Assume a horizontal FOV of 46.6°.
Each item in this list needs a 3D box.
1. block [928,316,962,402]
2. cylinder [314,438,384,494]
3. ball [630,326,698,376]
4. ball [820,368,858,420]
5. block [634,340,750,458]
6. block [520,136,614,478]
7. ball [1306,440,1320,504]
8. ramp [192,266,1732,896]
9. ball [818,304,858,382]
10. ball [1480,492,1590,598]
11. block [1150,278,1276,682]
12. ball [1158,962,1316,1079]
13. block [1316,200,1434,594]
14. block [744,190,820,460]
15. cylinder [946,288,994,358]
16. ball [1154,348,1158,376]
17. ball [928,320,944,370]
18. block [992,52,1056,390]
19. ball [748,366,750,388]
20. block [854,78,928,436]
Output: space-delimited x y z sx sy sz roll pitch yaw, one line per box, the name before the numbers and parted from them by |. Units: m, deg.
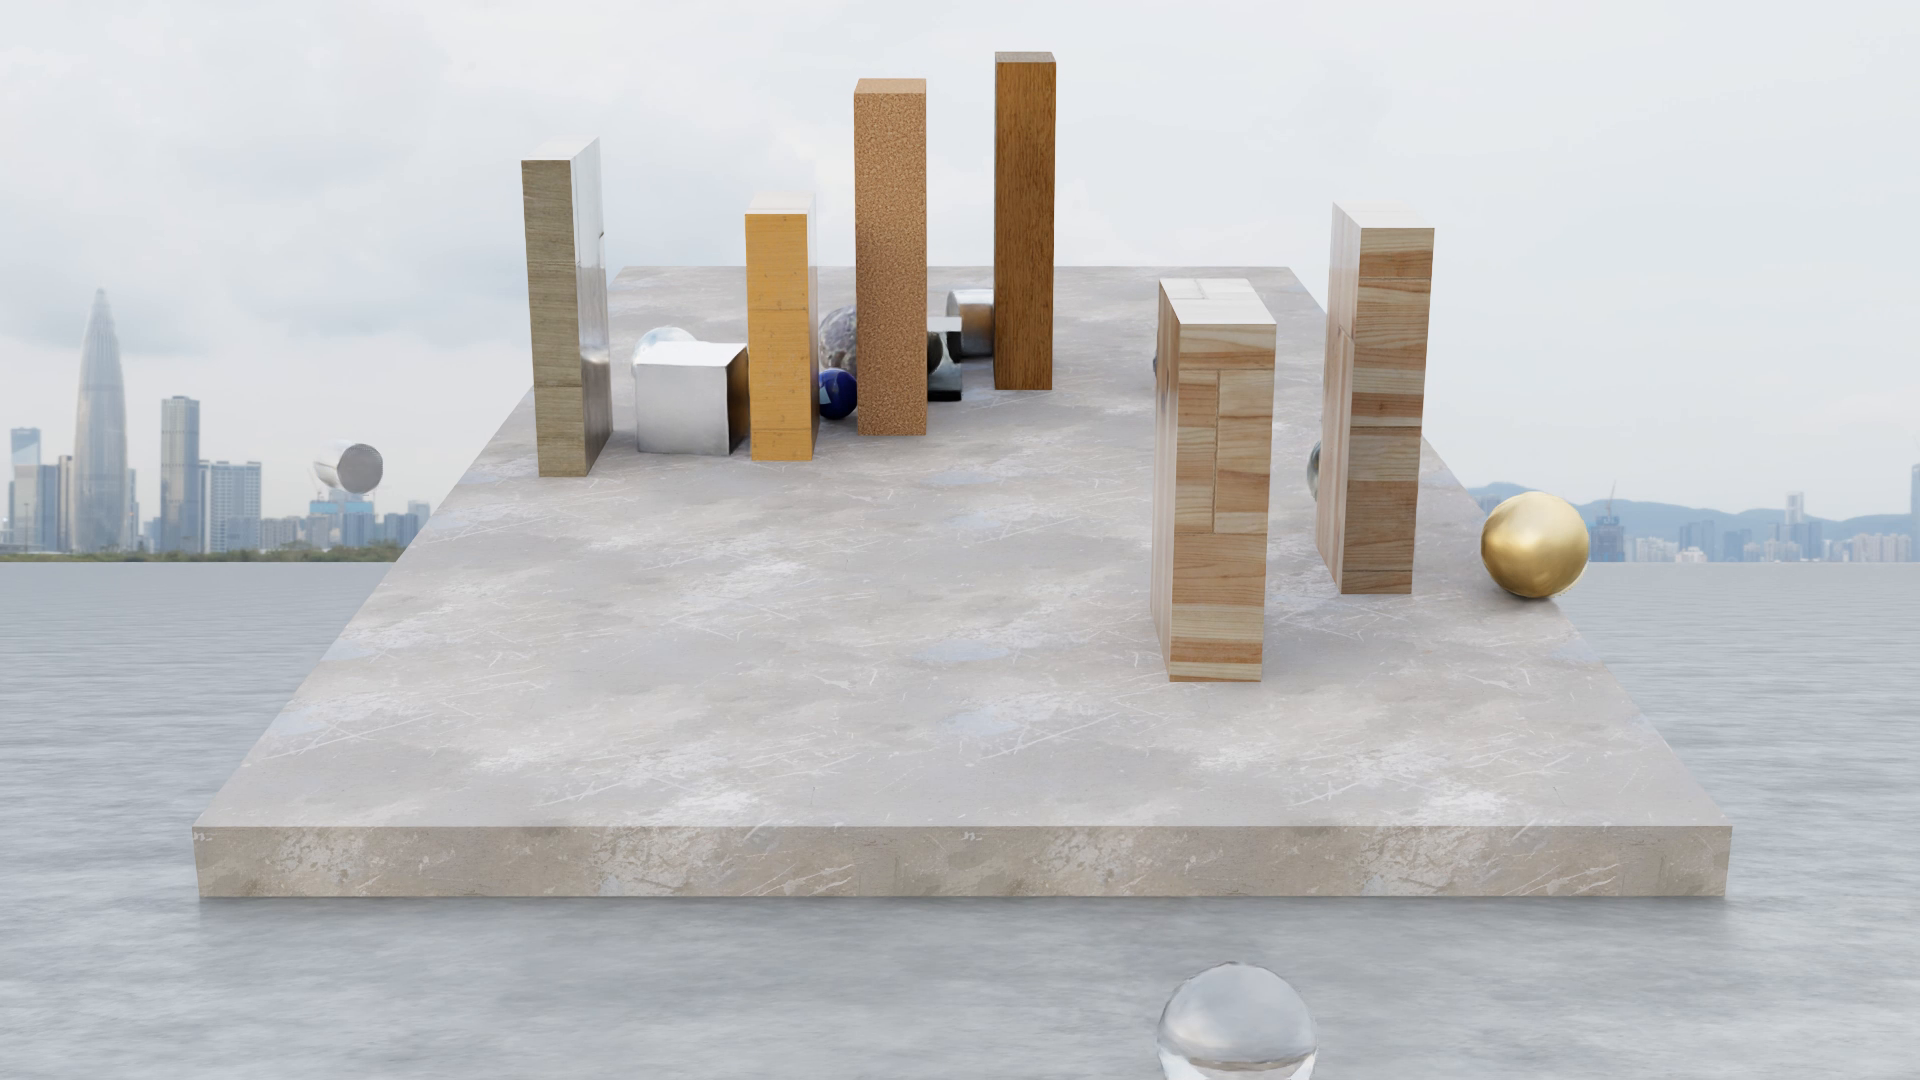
block | -0.077 -0.418 5.139 0.163 0.163 0.163 0 17 0
cylinder | -1.374 -0.167 5.008 0.114 0.114 0.114 0 8 -43
ball | -0.665 -0.402 5.074 0.169 0.169 0.169 0 0 0
ball | -0.277 -0.323 4.918 0.113 0.113 0.113 0 0 0
block | -0.562 -0.299 4.696 0.194 0.194 0.194 3 19 8
block | -0.799 -0.485 4.561 0.095 0.634 0.373 0 17 0
ball | 0.737 -0.124 4.114 0.191 0.191 0.191 0 0 0
ramp | -0.003 -0.179 4.814 2.000 0.100 4.000 0 17 0
ball | -0.249 -0.462 5.240 0.185 0.185 0.185 0 0 0
ball | 0.969 0.008 3.756 0.179 0.179 0.179 0 0 0
block | 0.388 -0.100 3.472 0.139 0.554 0.348 0 17 0
ball | 0.219 0.396 1.759 0.125 0.125 0.125 0 0 0
block | 0.707 -0.248 3.827 0.119 0.625 0.282 0 17 0
block | -0.368 -0.453 4.667 0.124 0.511 0.306 0 17 0
cylinder | 0.063 -0.536 5.509 0.167 0.167 0.167 -4 0 -12
ball | 0.522 -0.404 5.100 0.160 0.160 0.160 0 0 0
ball | -0.110 -0.466 5.328 0.141 0.141 0.141 0 0 0
block | 0.148 -0.749 5.213 0.133 0.750 0.275 0 17 0
ball | -0.496 -0.336 4.901 0.147 0.147 0.147 0 0 0
block | -0.147 -0.617 4.832 0.147 0.726 0.305 0 17 0
